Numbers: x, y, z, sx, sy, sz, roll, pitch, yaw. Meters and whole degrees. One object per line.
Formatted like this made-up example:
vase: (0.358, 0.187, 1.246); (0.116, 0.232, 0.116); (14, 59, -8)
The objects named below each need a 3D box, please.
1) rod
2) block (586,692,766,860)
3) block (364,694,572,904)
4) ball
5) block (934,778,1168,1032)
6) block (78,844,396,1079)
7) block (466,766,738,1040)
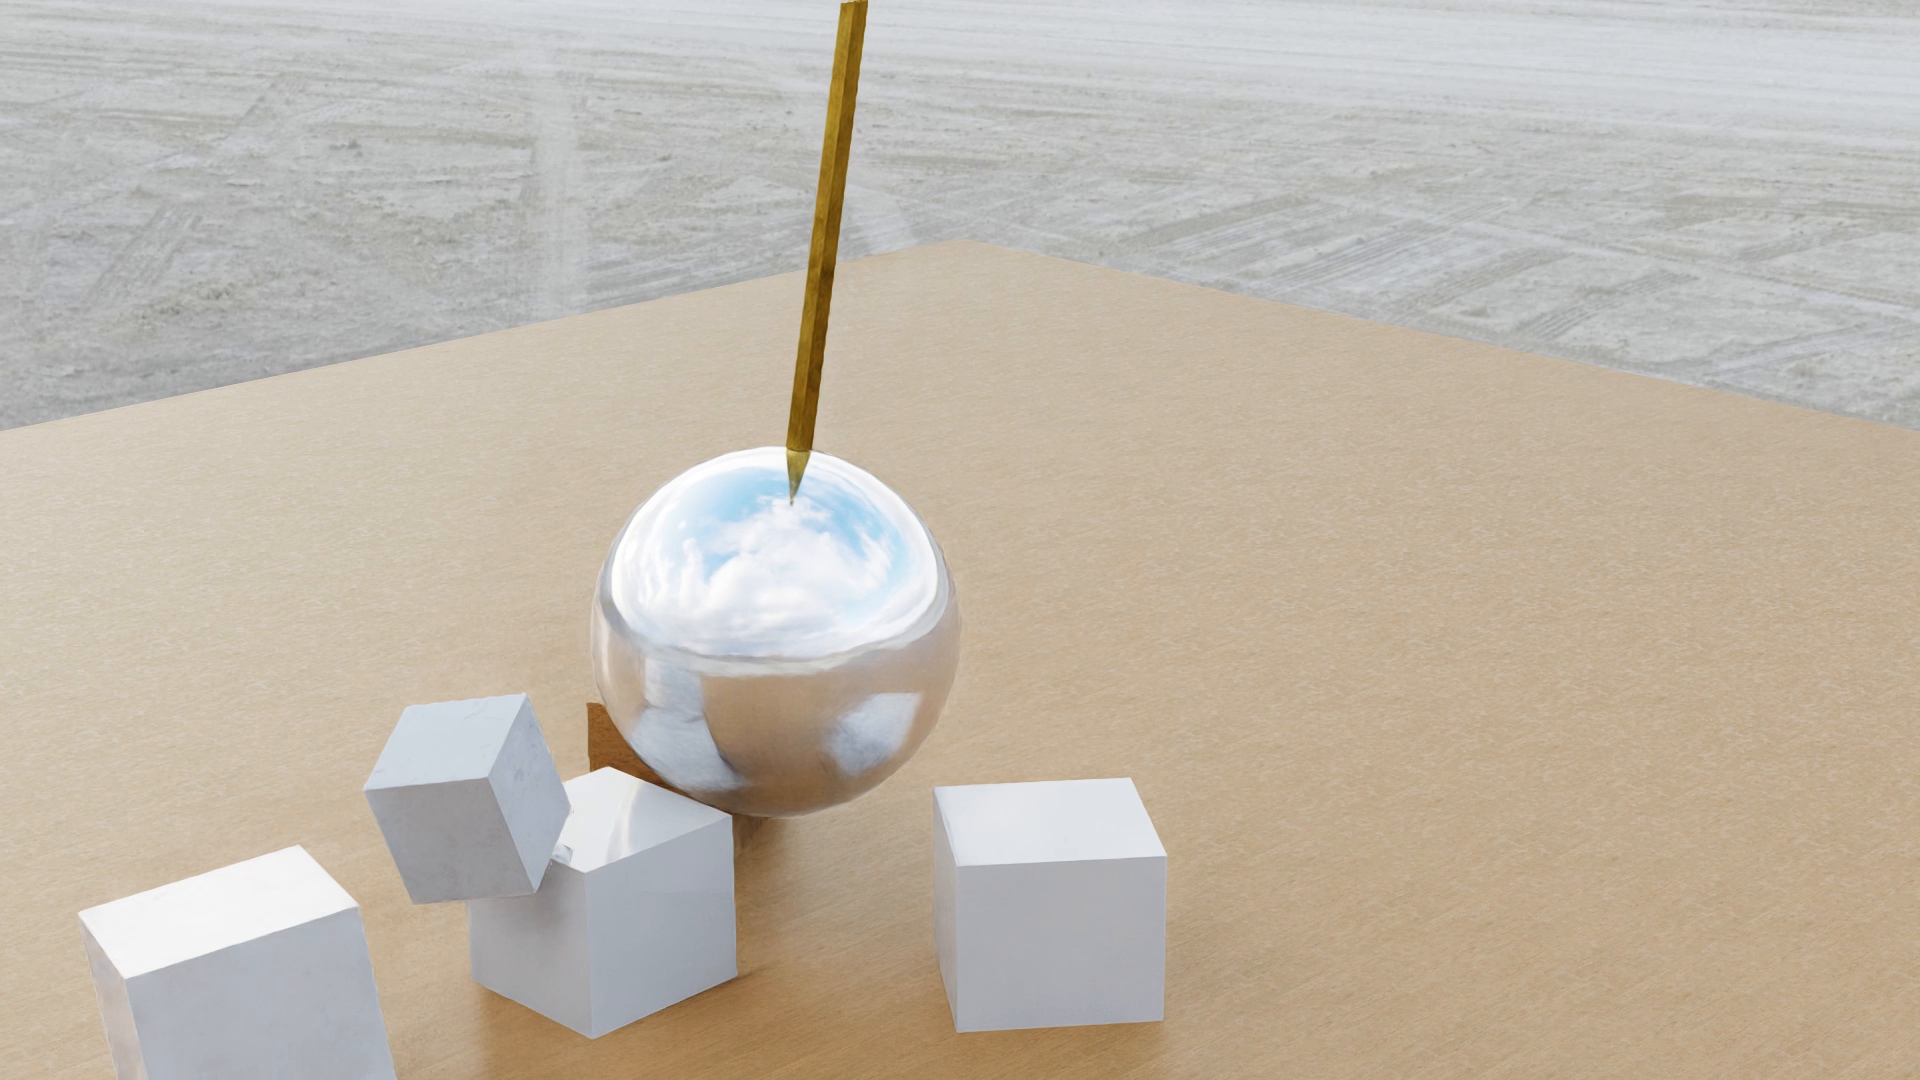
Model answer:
rod: (-0.344, -2.927, 12.062); (0.080, 5.200, 0.080); (17, 13, 42)
block: (-1.289, 1.007, 13.933); (0.692, 0.725, 0.793); (4, 18, 14)
block: (-1.967, 1.040, 11.765); (0.532, 0.592, 0.545); (-7, 32, 15)
ball: (-0.793, 0.394, 12.634); (1.600, 1.600, 1.600); (0, 17, 0)
block: (0.360, 1.516, 12.293); (0.856, 0.737, 0.843); (-2, 18, -7)
block: (-2.753, 1.732, 11.149); (0.877, 0.721, 0.822); (-16, 18, -25)
block: (-1.509, 1.506, 12.315); (0.799, 0.738, 0.792); (16, 24, 41)
